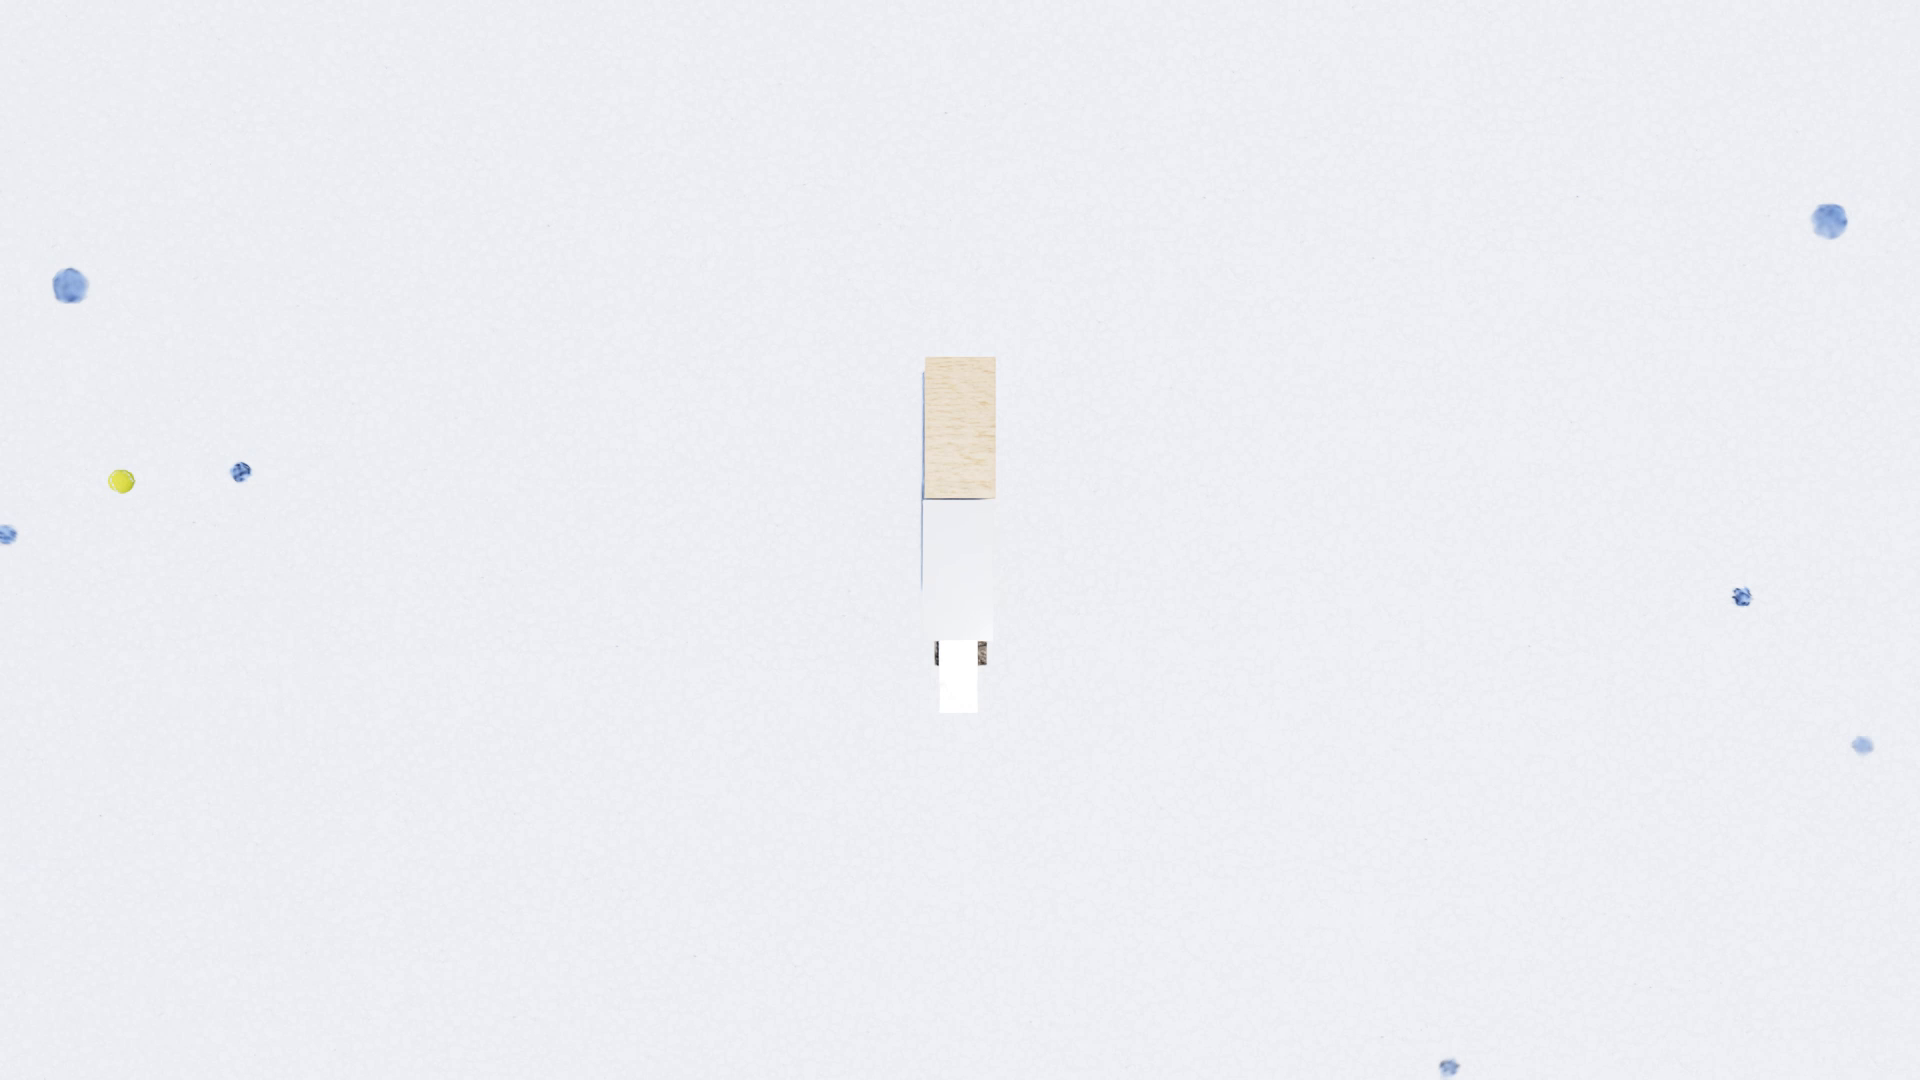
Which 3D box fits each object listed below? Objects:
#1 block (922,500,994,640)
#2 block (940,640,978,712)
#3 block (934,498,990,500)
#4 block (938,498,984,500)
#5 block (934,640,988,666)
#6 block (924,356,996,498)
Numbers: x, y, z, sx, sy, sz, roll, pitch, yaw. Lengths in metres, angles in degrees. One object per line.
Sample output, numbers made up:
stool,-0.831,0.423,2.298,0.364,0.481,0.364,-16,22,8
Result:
block,-0.005,0.078,4.246,0.180,0.051,0.359,0,90,0
block,-0.005,0.365,4.466,0.102,0.029,0.203,0,90,0
block,0.004,-0.113,4.921,0.166,0.047,0.331,0,90,0
block,0.005,-0.223,4.623,0.128,0.036,0.257,0,90,0
block,0.002,0.216,4.937,0.158,0.045,0.317,0,90,0
block,0.001,-0.287,4.220,0.180,0.051,0.360,0,90,0
